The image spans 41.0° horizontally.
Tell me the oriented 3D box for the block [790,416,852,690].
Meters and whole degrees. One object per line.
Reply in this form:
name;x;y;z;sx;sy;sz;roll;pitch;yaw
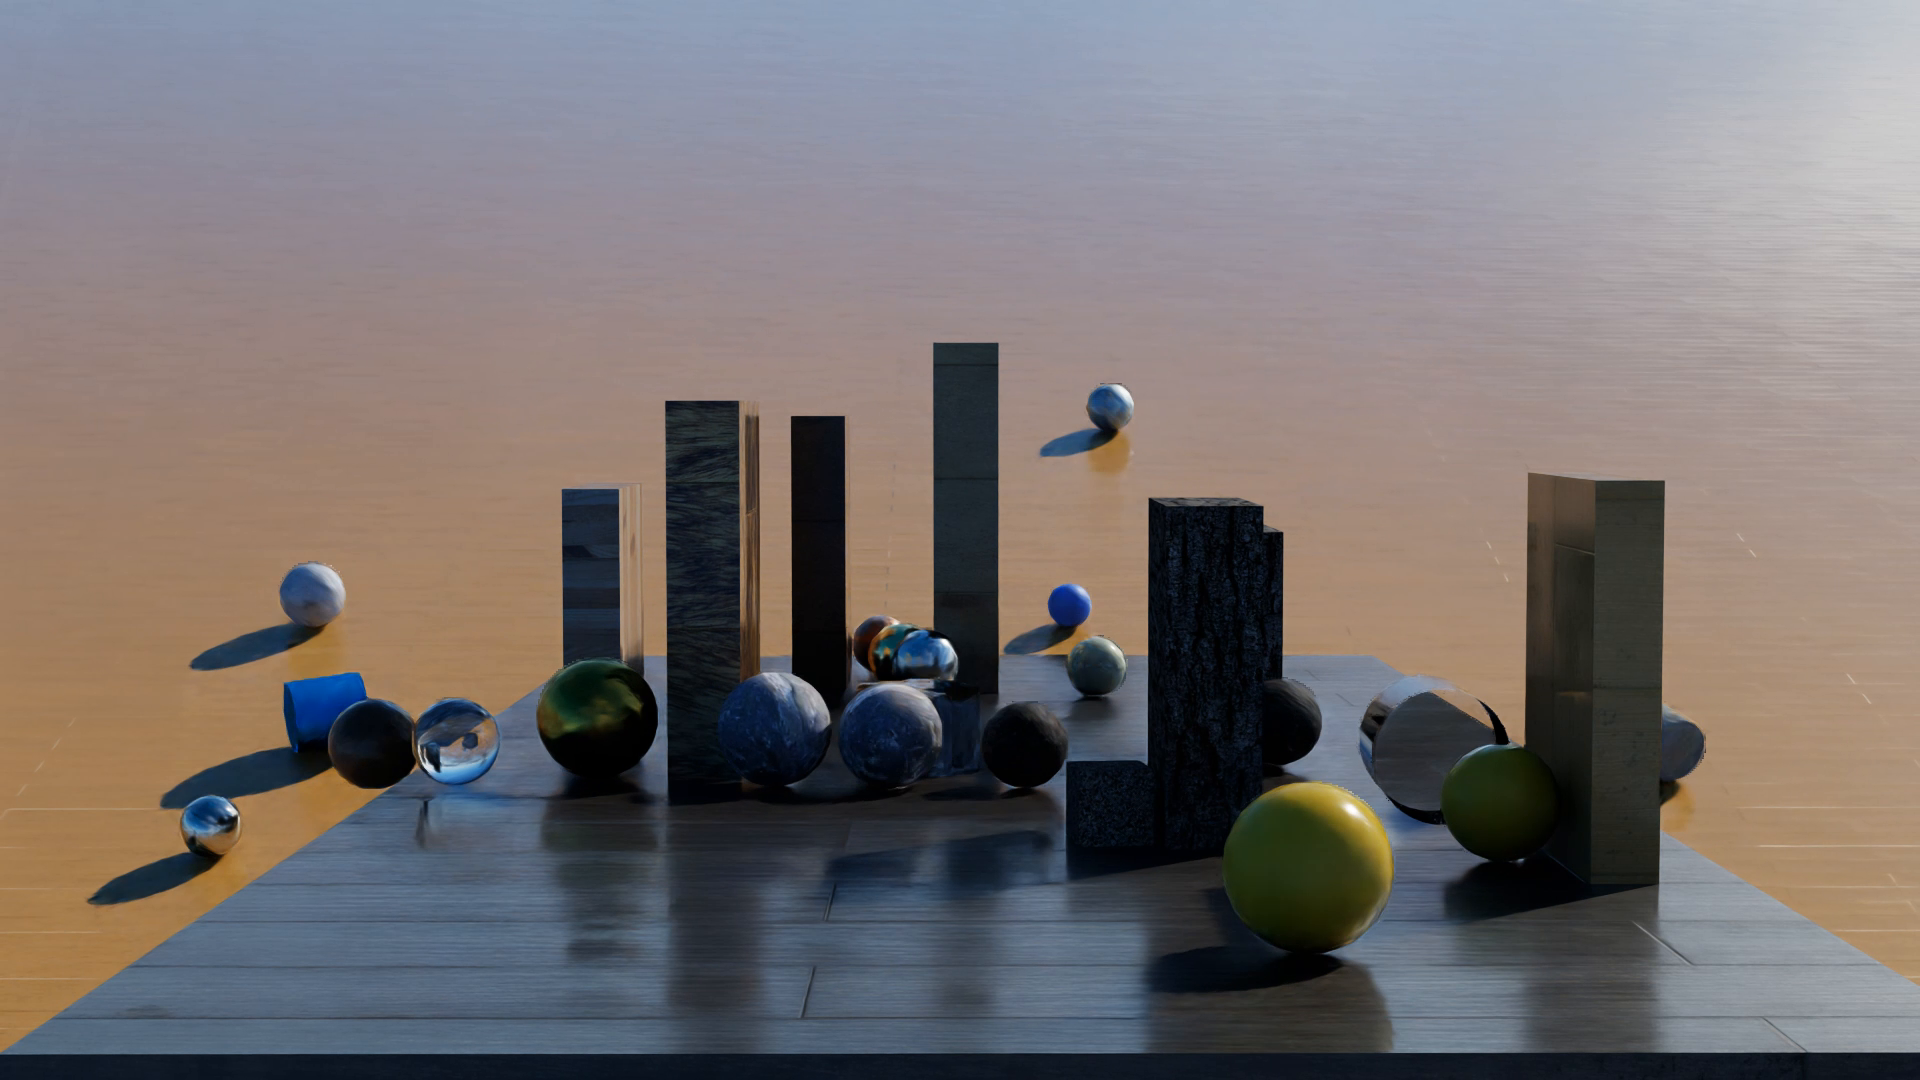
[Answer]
block;-0.315;0.023;5.862;0.120;0.612;0.290;0;3;0

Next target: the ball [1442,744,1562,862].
ball;0.756;0.367;3.590;0.164;0.164;0.164;0;21;0

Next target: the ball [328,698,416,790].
ball;-1.121;0.390;4.918;0.173;0.173;0.173;0;21;0

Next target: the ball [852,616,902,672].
ball;-0.186;0.247;6.088;0.138;0.138;0.138;0;21;0

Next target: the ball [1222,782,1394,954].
ball;0.405;0.381;2.993;0.199;0.199;0.199;0;21;0

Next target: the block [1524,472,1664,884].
block;0.884;0.179;3.607;0.092;0.537;0.401;0;3;0

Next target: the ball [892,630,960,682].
ball;-0.075;0.268;5.588;0.149;0.149;0.149;0;21;0

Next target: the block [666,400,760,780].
block;-0.436;0.075;4.577;0.125;0.644;0.443;0;3;0

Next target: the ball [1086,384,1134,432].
ball;0.493;-0.435;8.434;0.155;0.155;0.155;0;21;0

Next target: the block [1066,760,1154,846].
block;0.219;0.385;3.767;0.109;0.109;0.109;0;3;-7

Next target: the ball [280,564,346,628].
ball;-1.742;0.149;6.918;0.173;0.173;0.173;0;21;0

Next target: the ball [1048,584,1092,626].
ball;0.296;0.176;6.926;0.117;0.117;0.117;0;21;0

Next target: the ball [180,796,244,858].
ball;-1.667;0.637;5.721;0.137;0.137;0.137;0;21;0

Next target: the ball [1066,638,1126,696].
ball;0.298;0.277;5.621;0.129;0.129;0.129;0;21;0

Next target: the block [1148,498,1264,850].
block;0.363;0.189;3.841;0.139;0.493;0.332;0;3;0

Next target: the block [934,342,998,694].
block;0.013;-0.053;5.767;0.143;0.772;0.246;0;3;0

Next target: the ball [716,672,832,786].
ball;-0.310;0.316;4.296;0.191;0.191;0.191;0;21;0

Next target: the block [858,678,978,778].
block;-0.073;0.327;4.468;0.152;0.152;0.152;-2;4;-35

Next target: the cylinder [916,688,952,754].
cylinder;-0.103;0.330;4.620;0.130;0.130;0.130;-15;11;-34

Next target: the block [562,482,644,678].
block;-0.721;0.127;5.213;0.112;0.473;0.380;0;3;0

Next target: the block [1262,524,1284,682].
block;0.502;0.181;4.775;0.145;0.411;0.393;0;3;0

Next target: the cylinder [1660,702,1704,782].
cylinder;1.659;0.471;6.111;0.153;0.153;0.153;-7;23;-18

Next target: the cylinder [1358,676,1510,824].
cylinder;0.736;0.324;4.002;0.207;0.207;0.207;1;3;2

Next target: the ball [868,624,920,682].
ball;-0.132;0.260;5.753;0.148;0.148;0.148;0;21;0

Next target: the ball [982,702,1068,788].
ball;0.108;0.341;4.279;0.143;0.143;0.143;0;21;0

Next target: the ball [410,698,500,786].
ball;-0.847;0.338;4.315;0.147;0.147;0.147;0;21;0

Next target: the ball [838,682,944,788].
ball;-0.116;0.325;4.277;0.176;0.176;0.176;0;21;0

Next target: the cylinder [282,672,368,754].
cylinder;-1.535;0.417;6.227;0.172;0.172;0.172;-8;23;-23

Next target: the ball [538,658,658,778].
ball;-0.619;0.304;4.396;0.205;0.205;0.205;0;21;0

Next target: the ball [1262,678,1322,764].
ball;0.560;0.319;4.511;0.150;0.150;0.150;0;21;0

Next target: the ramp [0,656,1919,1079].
ramp;0.050;0.449;4.532;2.000;0.100;4.000;0;3;0
